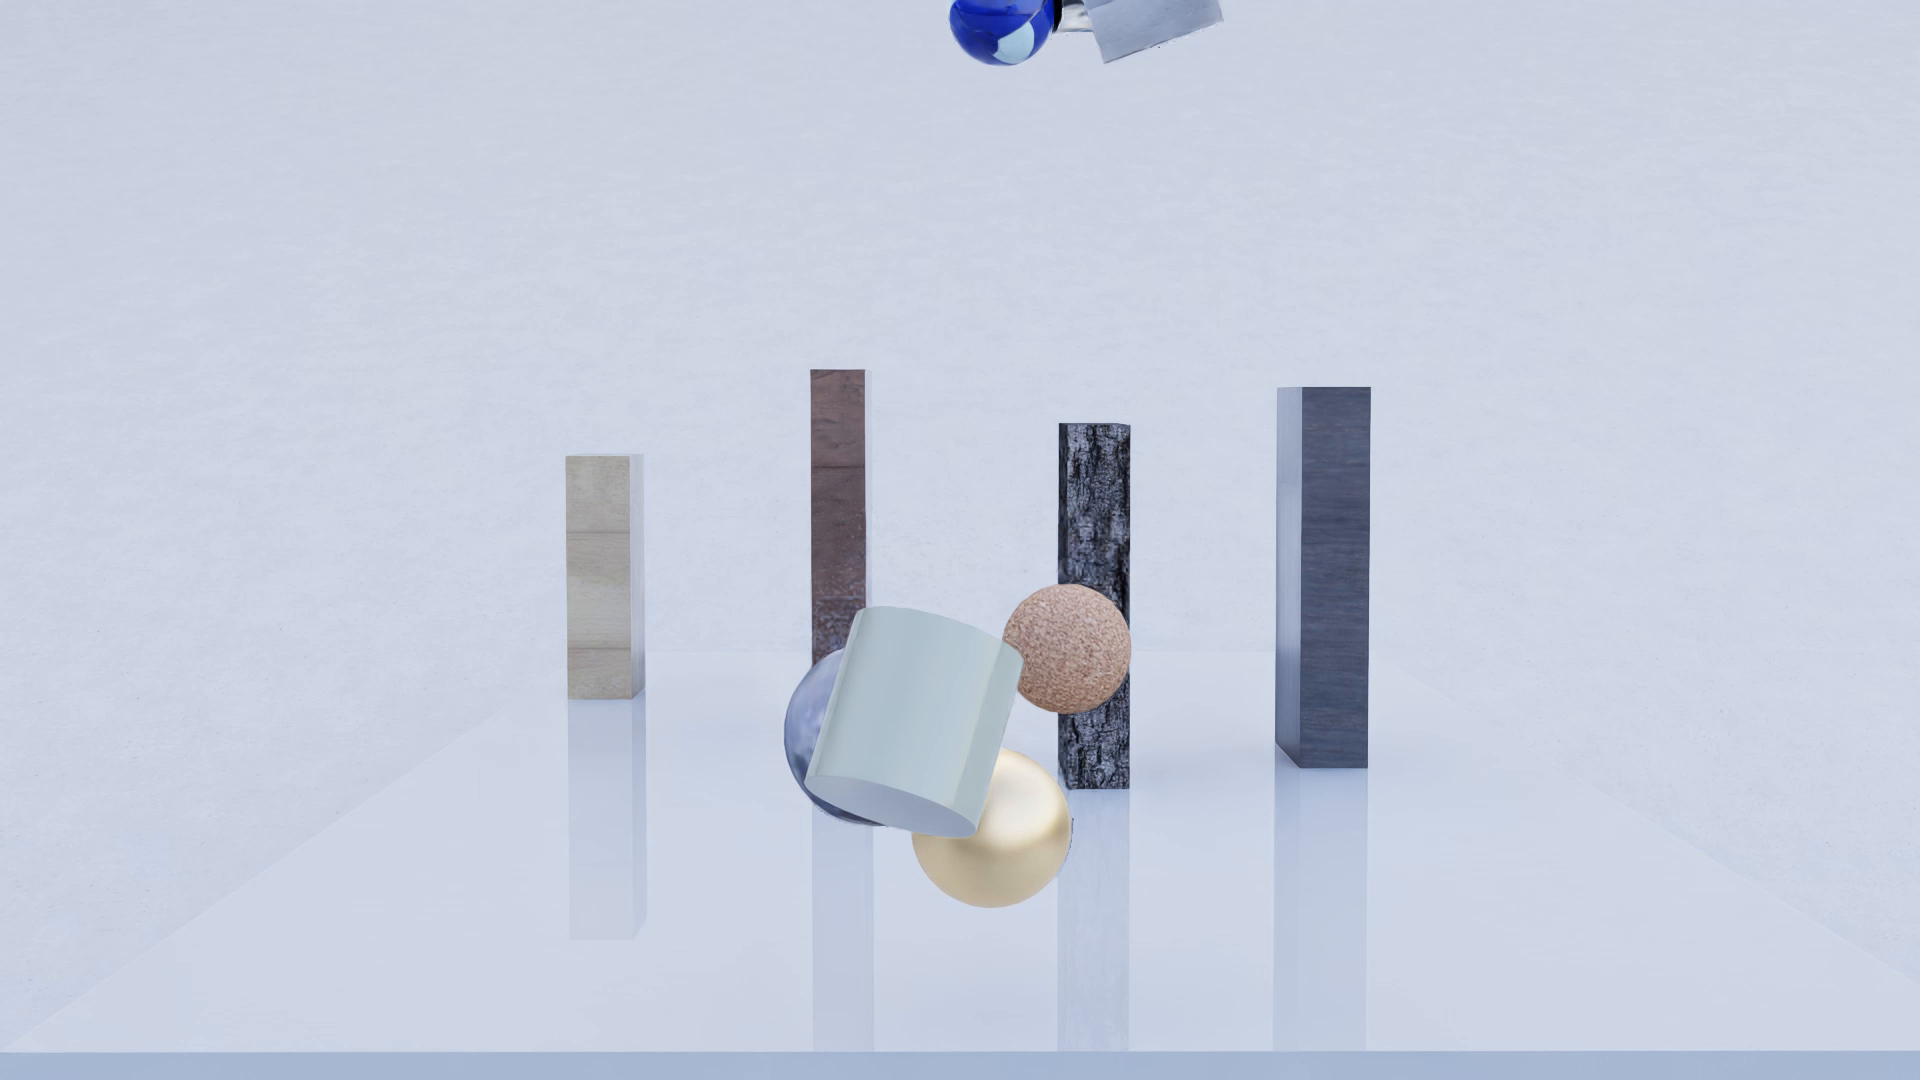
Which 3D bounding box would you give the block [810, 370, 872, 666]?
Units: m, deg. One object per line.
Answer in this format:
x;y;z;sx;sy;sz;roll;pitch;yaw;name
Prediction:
-0.230;0.017;5.043;0.103;0.698;0.409;0;3;0;block

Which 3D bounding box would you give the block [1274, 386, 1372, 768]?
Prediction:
0.650;0.057;4.626;0.119;0.662;0.349;0;3;0;block

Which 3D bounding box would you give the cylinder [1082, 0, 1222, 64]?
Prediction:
0.167;-0.506;2.338;0.114;0.114;0.114;-19;20;7;cylinder

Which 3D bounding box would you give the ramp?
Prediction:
0.049;0.444;4.532;2.000;0.100;4.000;0;3;0;ramp

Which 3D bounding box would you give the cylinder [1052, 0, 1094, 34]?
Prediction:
0.153;-0.596;2.709;0.117;0.117;0.117;-5;22;-11;cylinder

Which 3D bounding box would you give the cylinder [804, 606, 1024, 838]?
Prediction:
-0.042;0.170;2.393;0.166;0.166;0.166;15;-18;5;cylinder

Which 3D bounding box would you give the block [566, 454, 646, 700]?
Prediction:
-0.772;0.074;5.611;0.137;0.521;0.247;0;3;0;block

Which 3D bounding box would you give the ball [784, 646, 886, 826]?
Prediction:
-0.085;0.194;2.577;0.185;0.185;0.185;0;21;0;ball

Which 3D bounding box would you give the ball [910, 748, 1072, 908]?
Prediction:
0.034;0.319;2.856;0.179;0.179;0.179;0;21;0;ball

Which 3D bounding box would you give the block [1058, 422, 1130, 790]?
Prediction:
0.227;0.101;4.400;0.103;0.599;0.371;0;3;0;block

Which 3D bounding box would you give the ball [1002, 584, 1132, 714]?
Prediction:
0.126;0.128;3.036;0.154;0.154;0.154;0;21;0;ball

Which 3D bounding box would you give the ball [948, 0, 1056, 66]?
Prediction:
0.043;-0.552;2.685;0.113;0.113;0.113;0;21;0;ball
